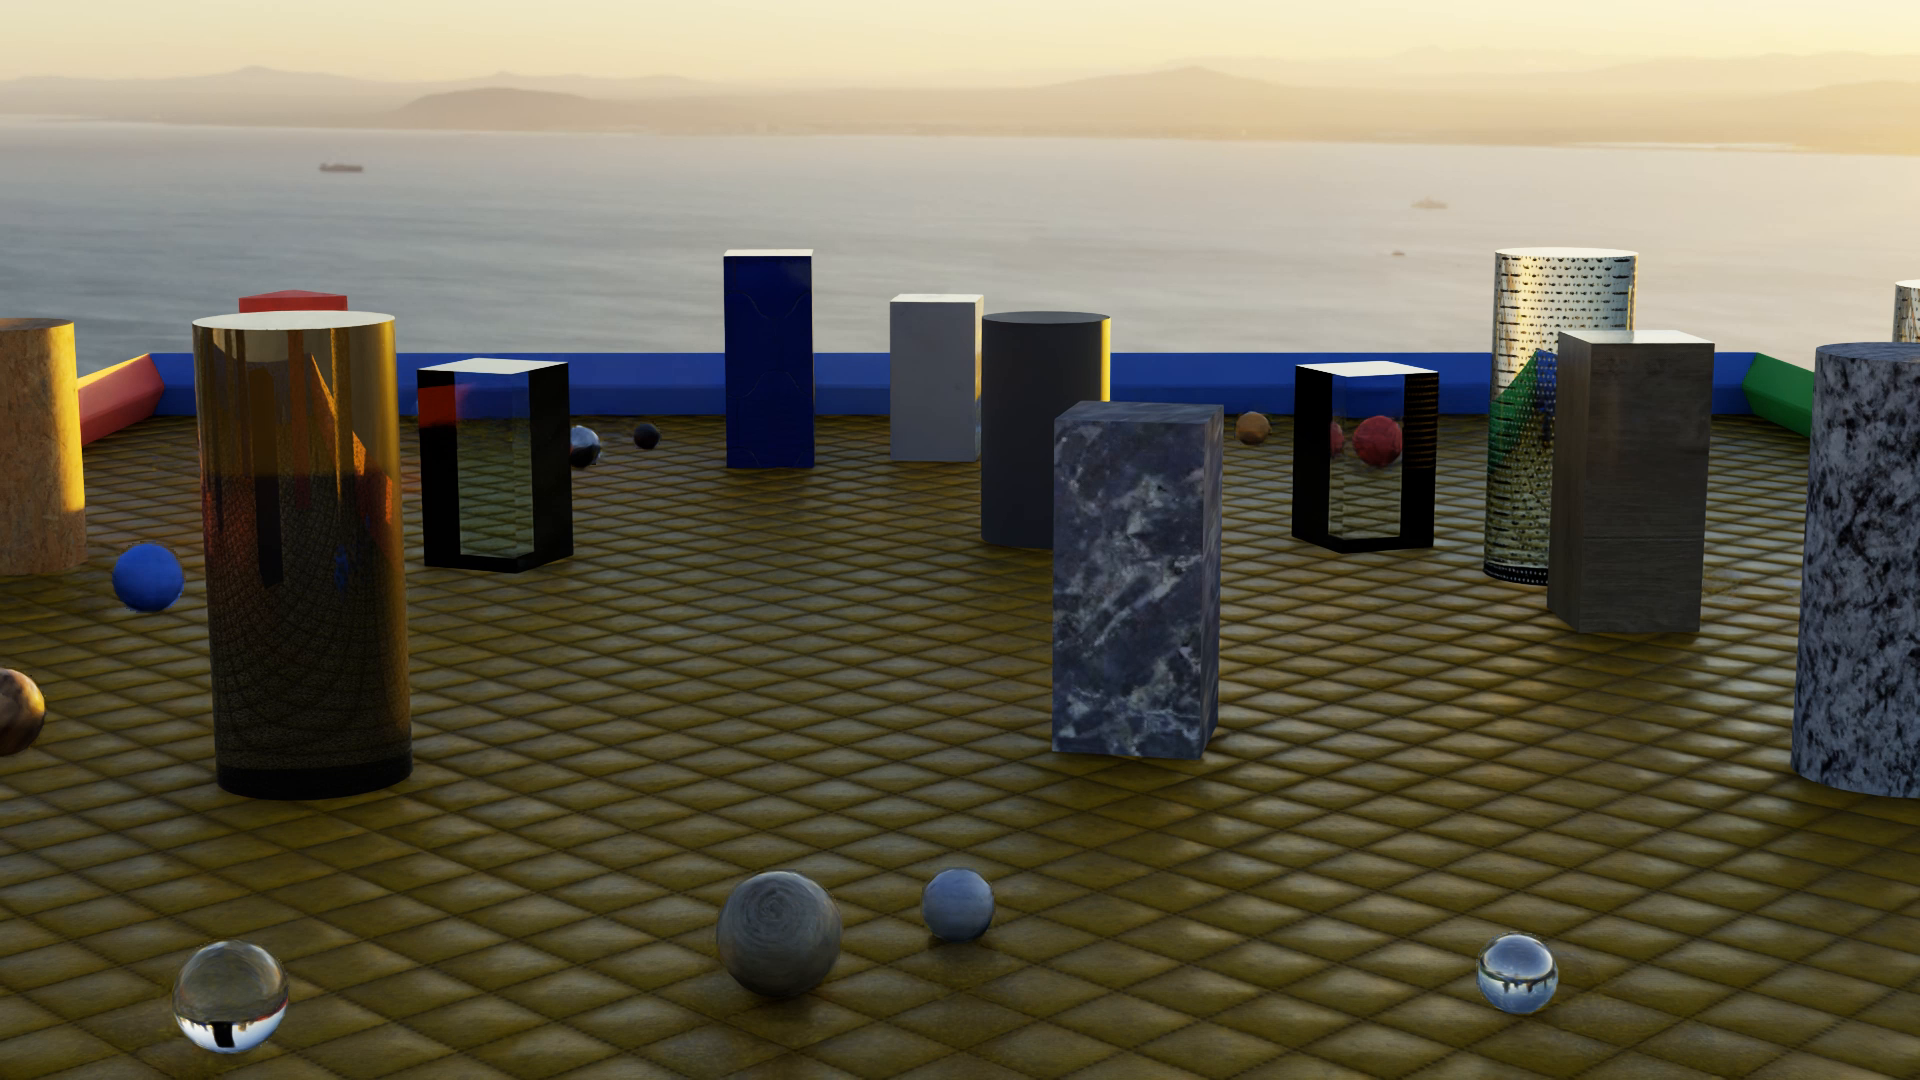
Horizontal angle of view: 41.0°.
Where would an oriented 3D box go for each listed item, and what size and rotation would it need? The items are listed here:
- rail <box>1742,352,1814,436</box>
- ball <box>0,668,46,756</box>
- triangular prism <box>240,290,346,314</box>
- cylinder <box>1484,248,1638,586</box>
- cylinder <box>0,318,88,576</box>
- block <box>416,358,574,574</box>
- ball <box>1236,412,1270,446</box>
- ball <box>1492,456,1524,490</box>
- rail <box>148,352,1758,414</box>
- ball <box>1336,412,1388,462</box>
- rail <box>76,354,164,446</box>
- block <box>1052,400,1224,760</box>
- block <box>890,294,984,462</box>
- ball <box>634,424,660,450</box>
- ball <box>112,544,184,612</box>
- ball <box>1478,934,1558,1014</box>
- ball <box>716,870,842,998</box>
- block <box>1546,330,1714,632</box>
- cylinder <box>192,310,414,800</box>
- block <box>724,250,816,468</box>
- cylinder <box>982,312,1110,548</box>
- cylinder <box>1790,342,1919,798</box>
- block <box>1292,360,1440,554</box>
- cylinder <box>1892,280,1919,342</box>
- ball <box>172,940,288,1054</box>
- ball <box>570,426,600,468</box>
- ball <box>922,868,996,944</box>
[{"bbox_3d":[1.672,0.031,3.458,0.045,0.129,3.995,0,10,0],"label":"rail"},{"bbox_3d":[-1.025,0.184,2.735,0.095,0.095,0.095,0,10,0],"label":"ball"},{"bbox_3d":[-1.133,-0.249,4.389,0.172,0.345,0.149,-3,11,-15],"label":"triangular prism"},{"bbox_3d":[0.861,-0.180,3.685,0.199,0.465,0.199,0,10,0],"label":"cylinder"},{"bbox_3d":[-1.398,-0.140,3.774,0.199,0.354,0.199,0,10,0],"label":"cylinder"},{"bbox_3d":[-0.686,-0.113,3.799,0.159,0.291,0.159,4,11,22],"label":"block"},{"bbox_3d":[0.567,-0.215,4.970,0.066,0.066,0.066,0,10,0],"label":"ball"},{"bbox_3d":[0.952,-0.116,4.460,0.057,0.057,0.057,0,10,0],"label":"ball"},{"bbox_3d":[-0.011,-0.326,5.390,3.391,0.129,0.045,0,10,0],"label":"rail"},{"bbox_3d":[0.748,-0.192,4.773,0.092,0.092,0.092,0,10,0],"label":"ball"},{"bbox_3d":[-1.672,0.035,3.439,0.045,0.129,3.995,0,10,0],"label":"rail"},{"bbox_3d":[0.194,0.039,2.786,0.159,0.360,0.159,2,11,13],"label":"block"},{"bbox_3d":[-0.043,-0.307,4.831,0.159,0.297,0.159,1,11,6],"label":"block"},{"bbox_3d":[-0.602,-0.199,4.926,0.051,0.051,0.051,0,10,0],"label":"ball"},{"bbox_3d":[-1.095,0.051,3.460,0.092,0.092,0.092,0,10,0],"label":"ball"},{"bbox_3d":[0.434,0.338,1.995,0.062,0.062,0.062,0,10,0],"label":"ball"},{"bbox_3d":[-0.143,0.312,2.030,0.099,0.099,0.099,0,10,0],"label":"ball"},{"bbox_3d":[0.881,-0.080,3.383,0.159,0.377,0.159,0,10,-2],"label":"block"},{"bbox_3d":[-0.671,0.011,2.629,0.199,0.473,0.199,0,10,0],"label":"cylinder"},{"bbox_3d":[-0.351,-0.337,4.748,0.159,0.387,0.159,0,10,-2],"label":"block"},{"bbox_3d":[0.132,-0.174,3.981,0.199,0.344,0.199,0,10,0],"label":"cylinder"},{"bbox_3d":[0.972,0.026,2.641,0.199,0.440,0.199,0,10,0],"label":"cylinder"},{"bbox_3d":[0.622,-0.130,3.951,0.159,0.269,0.159,-4,11,-21],"label":"block"},{"bbox_3d":[1.258,-0.088,3.203,0.199,0.459,0.199,0,10,0],"label":"cylinder"},{"bbox_3d":[-0.544,0.341,1.915,0.084,0.084,0.084,0,10,0],"label":"ball"},{"bbox_3d":[-0.697,-0.171,4.705,0.076,0.076,0.076,0,10,0],"label":"ball"},{"bbox_3d":[-0.001,0.307,2.156,0.062,0.062,0.062,0,10,0],"label":"ball"}]
